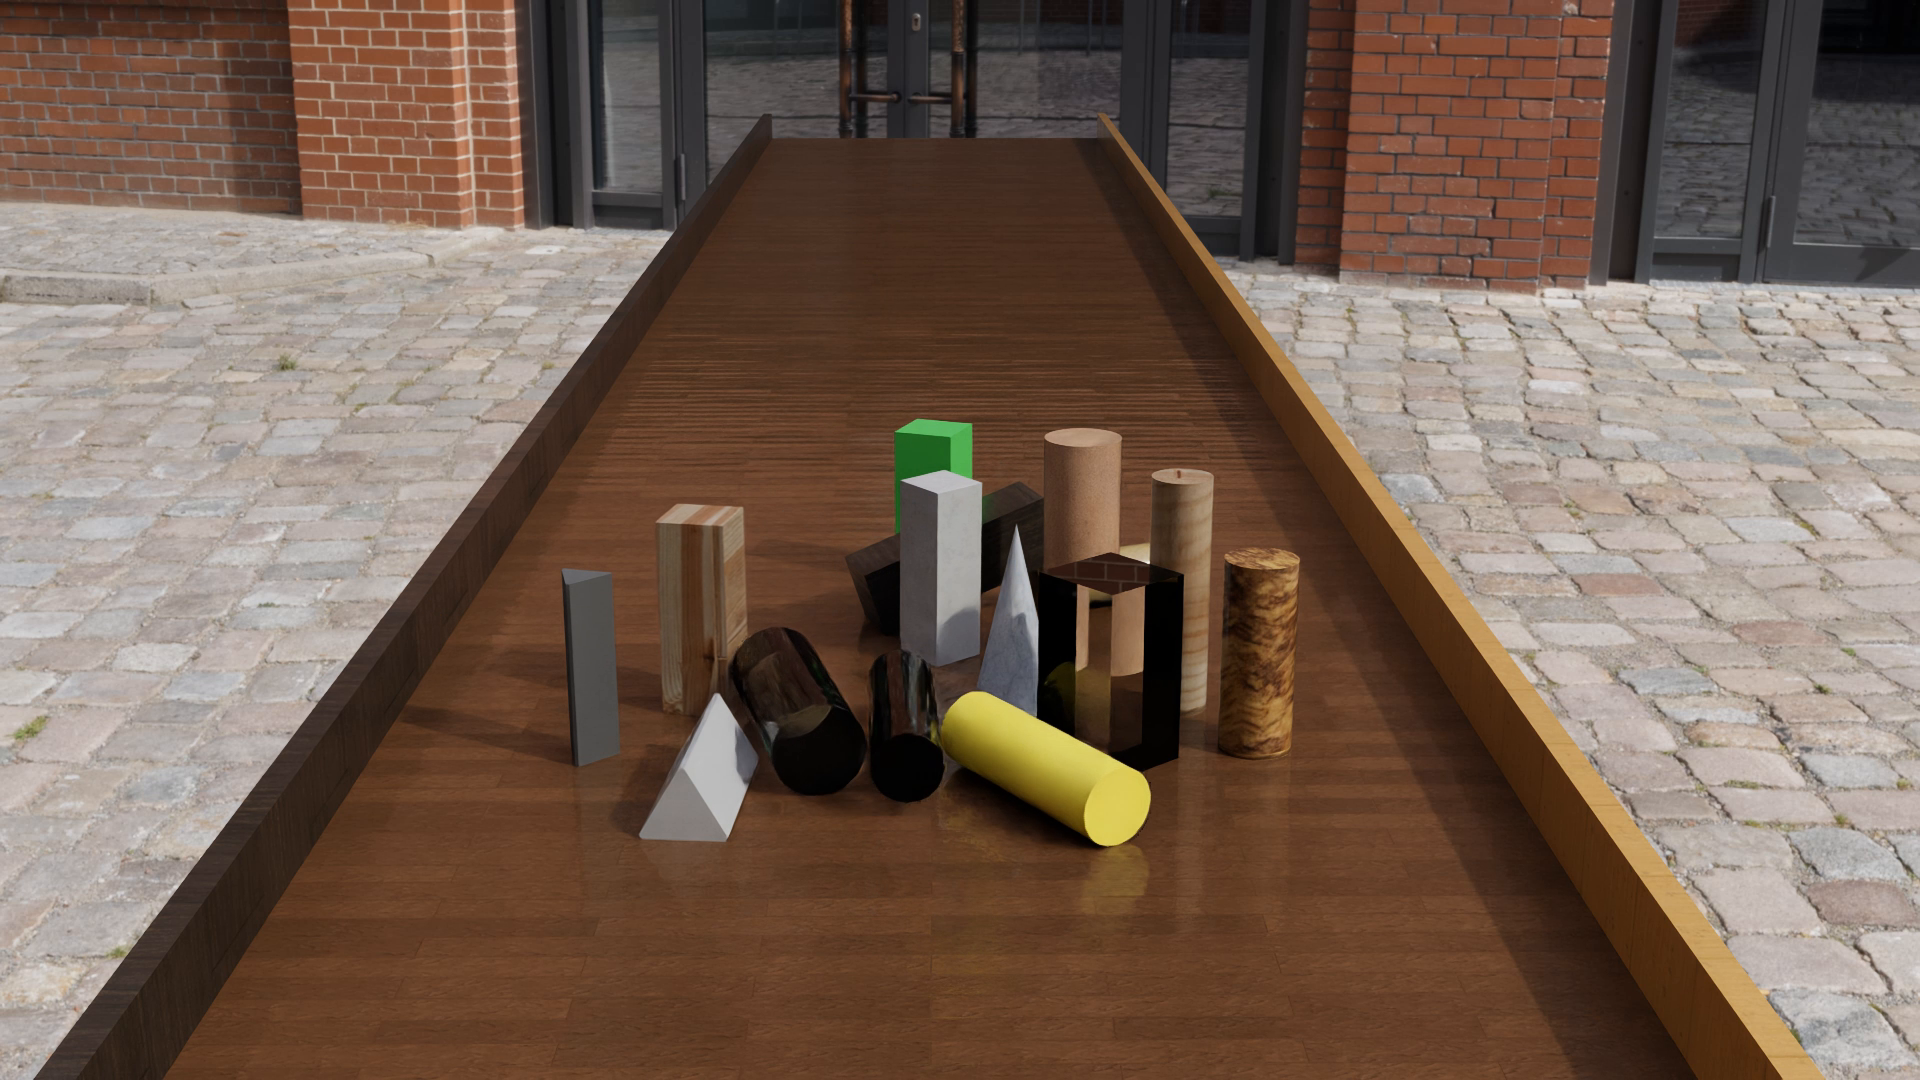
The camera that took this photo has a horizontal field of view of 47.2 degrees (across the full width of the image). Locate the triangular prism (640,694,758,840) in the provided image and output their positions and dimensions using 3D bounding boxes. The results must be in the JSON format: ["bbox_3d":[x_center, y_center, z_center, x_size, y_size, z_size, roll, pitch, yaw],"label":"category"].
[{"bbox_3d":[-0.439,0.378,3.726,0.144,0.124,0.343,1,17,3],"label":"triangular prism"}]

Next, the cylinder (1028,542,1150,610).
[{"bbox_3d":[0.288,0.078,4.766,0.307,0.113,0.113,-7,18,-23],"label":"cylinder"}]

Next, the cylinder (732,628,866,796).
[{"bbox_3d":[-0.293,0.300,3.932,0.164,0.164,0.422,-4,17,-14],"label":"cylinder"}]

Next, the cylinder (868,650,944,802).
[{"bbox_3d":[-0.099,0.319,3.853,0.121,0.121,0.454,-1,15,-3],"label":"cylinder"}]

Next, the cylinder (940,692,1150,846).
[{"bbox_3d":[0.138,0.381,3.713,0.134,0.134,0.421,-11,20,-32],"label":"cylinder"}]

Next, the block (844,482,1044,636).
[{"bbox_3d":[-0.013,0.036,4.639,0.415,0.143,0.143,-24,22,-12],"label":"block"}]

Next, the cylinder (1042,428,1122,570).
[{"bbox_3d":[0.243,0.013,4.397,0.153,0.449,0.153,0,17,0],"label":"cylinder"}]

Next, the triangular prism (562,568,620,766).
[{"bbox_3d":[-0.671,0.221,3.892,0.094,0.338,0.082,-16,23,-42],"label":"triangular prism"}]

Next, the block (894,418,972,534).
[{"bbox_3d":[-0.058,-0.082,4.897,0.132,0.345,0.132,6,18,20],"label":"block"}]

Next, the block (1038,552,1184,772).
[{"bbox_3d":[0.264,0.222,3.878,0.178,0.343,0.178,-14,22,-40],"label":"block"}]

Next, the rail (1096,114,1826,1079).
[{"bbox_3d":[0.932,-0.844,7.801,0.050,0.150,12.000,0,17,-1],"label":"rail"}]

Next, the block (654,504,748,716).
[{"bbox_3d":[-0.482,0.132,4.127,0.130,0.374,0.130,3,17,11],"label":"block"}]

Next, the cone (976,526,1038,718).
[{"bbox_3d":[0.104,0.142,4.115,0.164,0.361,0.164,0,17,0],"label":"cone"}]

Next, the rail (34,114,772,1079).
[{"bbox_3d":[-1.118,-0.838,7.780,0.050,0.150,12.000,0,17,-1],"label":"rail"}]

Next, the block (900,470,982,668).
[{"bbox_3d":[-0.039,0.056,4.392,0.114,0.362,0.114,-15,24,-39],"label":"block"}]

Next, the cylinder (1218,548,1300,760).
[{"bbox_3d":[0.532,0.203,3.921,0.132,0.356,0.132,0,17,0],"label":"cylinder"}]

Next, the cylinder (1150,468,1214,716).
[{"bbox_3d":[0.410,0.099,4.105,0.114,0.450,0.114,0,17,0],"label":"cylinder"}]
